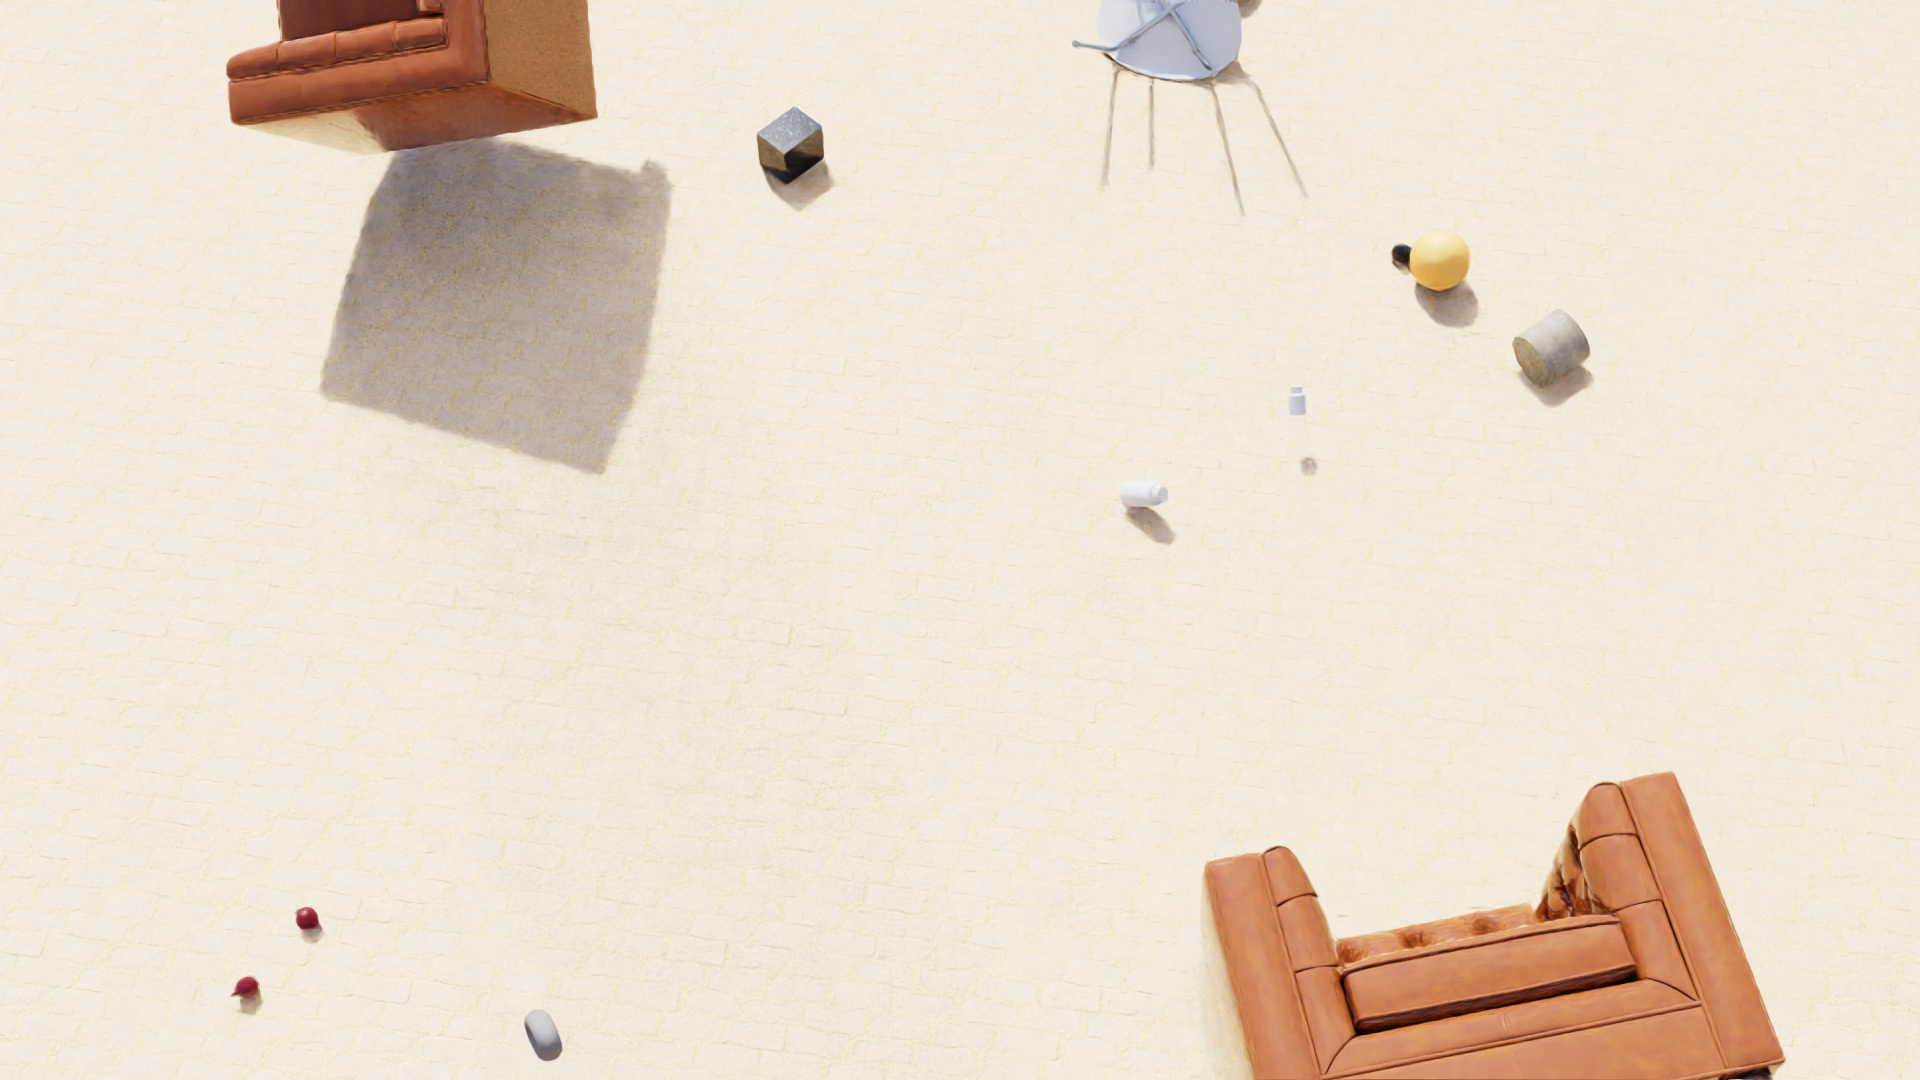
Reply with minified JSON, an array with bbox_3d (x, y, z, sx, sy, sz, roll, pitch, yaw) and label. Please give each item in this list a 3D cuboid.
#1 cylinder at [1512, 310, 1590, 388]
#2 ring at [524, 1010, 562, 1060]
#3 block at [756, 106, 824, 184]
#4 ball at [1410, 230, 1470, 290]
[{"bbox_3d":[1.853,-0.600,6.891,0.180,0.122,0.186,-33,93,-20],"label":"cylinder"},{"bbox_3d":[-1.036,1.230,5.465,0.059,0.126,0.170,-20,15,-22],"label":"ring"},{"bbox_3d":[-0.567,-1.323,7.372,0.135,0.148,0.175,39,64,23],"label":"block"},{"bbox_3d":[1.542,-0.898,7.061,0.193,0.193,0.193,0,56,0],"label":"ball"}]
